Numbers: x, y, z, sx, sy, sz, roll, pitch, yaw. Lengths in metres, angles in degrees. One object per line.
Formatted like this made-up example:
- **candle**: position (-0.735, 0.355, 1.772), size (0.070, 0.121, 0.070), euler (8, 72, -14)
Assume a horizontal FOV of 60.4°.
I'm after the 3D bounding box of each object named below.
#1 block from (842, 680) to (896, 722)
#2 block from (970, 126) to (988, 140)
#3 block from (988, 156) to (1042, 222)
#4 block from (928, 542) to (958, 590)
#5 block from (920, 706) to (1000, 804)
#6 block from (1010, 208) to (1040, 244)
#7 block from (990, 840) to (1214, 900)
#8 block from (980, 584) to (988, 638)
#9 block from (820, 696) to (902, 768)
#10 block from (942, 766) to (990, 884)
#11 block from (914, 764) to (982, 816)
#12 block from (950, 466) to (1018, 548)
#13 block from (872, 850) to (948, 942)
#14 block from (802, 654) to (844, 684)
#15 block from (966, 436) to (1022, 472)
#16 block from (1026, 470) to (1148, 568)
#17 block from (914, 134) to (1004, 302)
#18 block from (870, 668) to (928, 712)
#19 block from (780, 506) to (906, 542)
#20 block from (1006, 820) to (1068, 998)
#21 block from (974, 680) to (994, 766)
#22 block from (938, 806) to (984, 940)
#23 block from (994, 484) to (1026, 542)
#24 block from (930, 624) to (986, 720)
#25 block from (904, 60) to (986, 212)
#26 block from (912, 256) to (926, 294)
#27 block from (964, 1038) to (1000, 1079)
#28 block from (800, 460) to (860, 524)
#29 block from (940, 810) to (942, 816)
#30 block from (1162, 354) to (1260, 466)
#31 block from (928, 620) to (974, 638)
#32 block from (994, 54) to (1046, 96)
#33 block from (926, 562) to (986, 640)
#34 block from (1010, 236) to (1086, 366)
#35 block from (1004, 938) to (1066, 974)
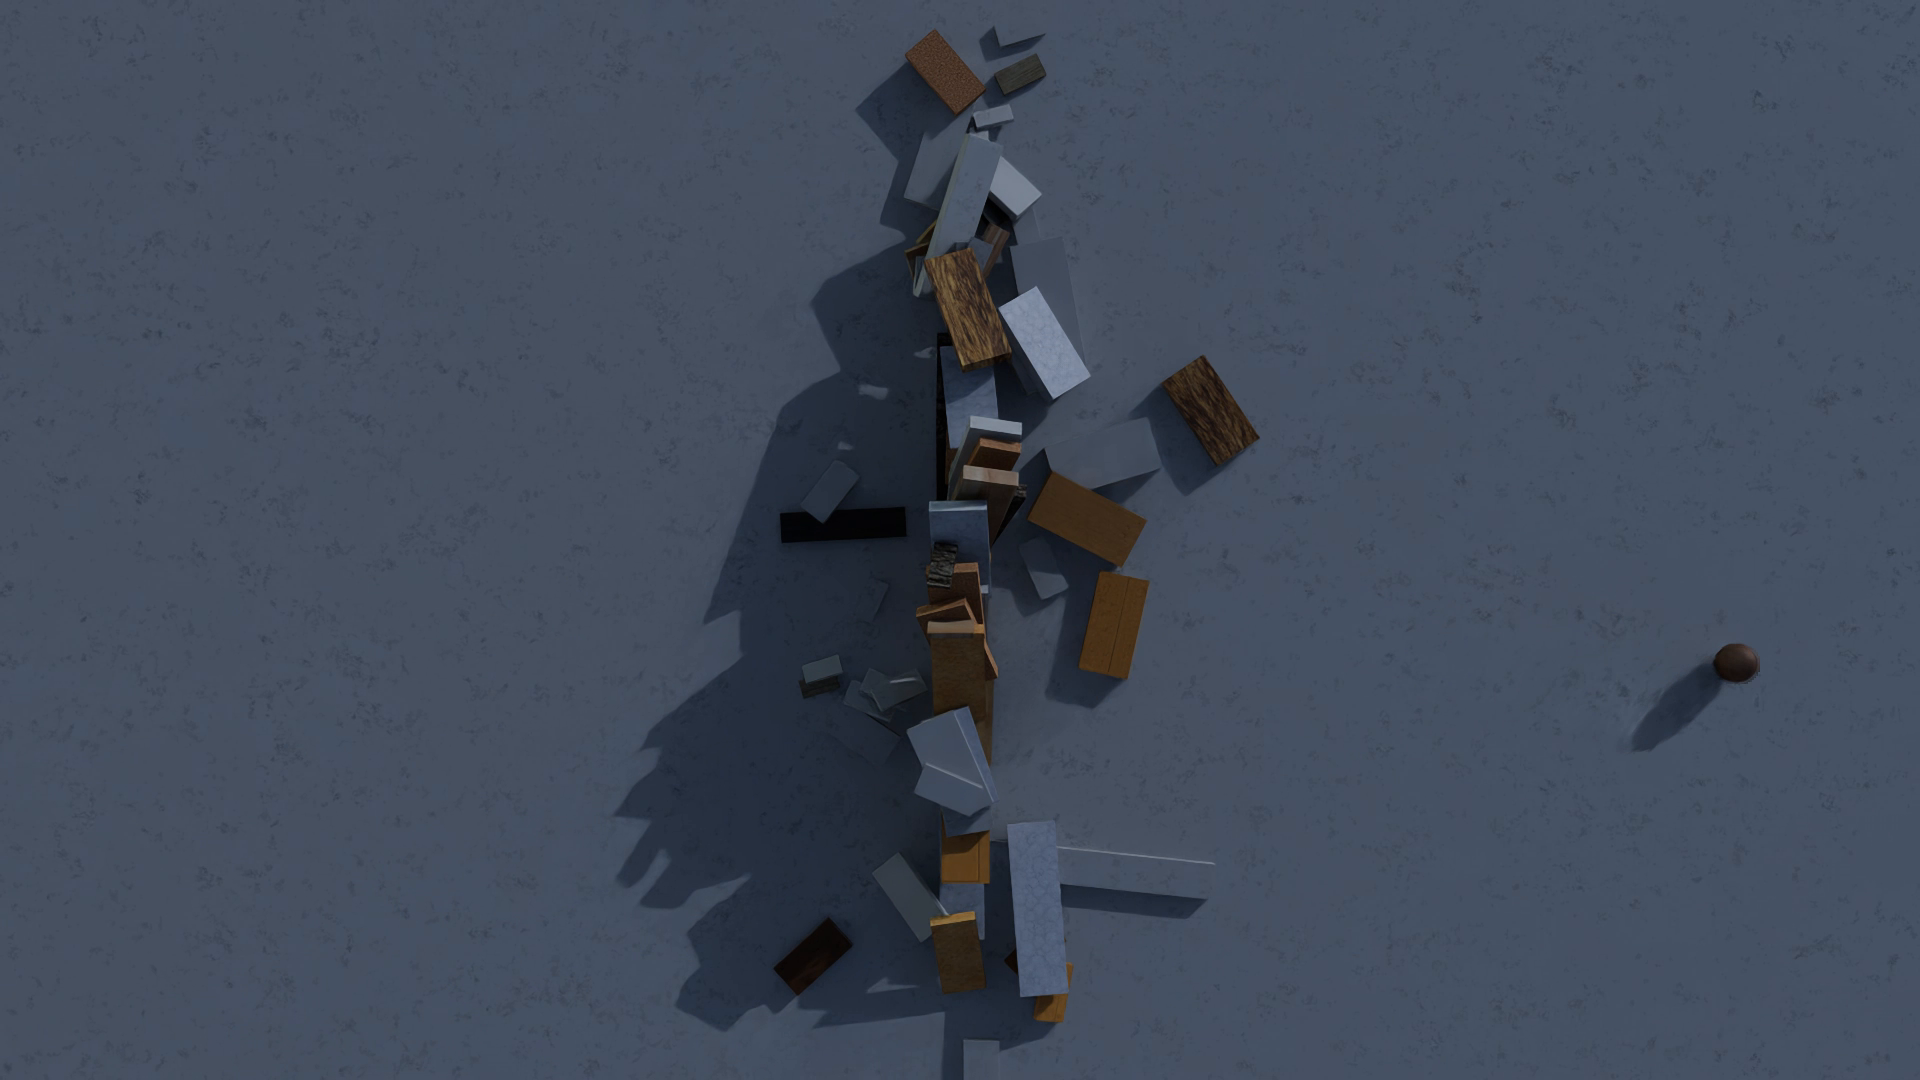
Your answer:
- **block**: position (-0.295, 0.533, 5.468), size (0.171, 0.024, 0.086), euler (22, 61, -1)
- **block**: position (0.063, -1.319, 5.455), size (0.063, 0.018, 0.125), euler (-3, 54, 2)
- **block**: position (0.132, -1.184, 5.447), size (0.260, 0.037, 0.130), euler (44, 65, 4)
- **block**: position (-0.054, 0.079, 5.089), size (0.072, 0.020, 0.143), euler (7, 66, 9)
- **block**: position (0.001, 0.703, 5.247), size (0.159, 0.045, 0.318), euler (-18, 90, 2)
- **block**: position (0.213, -1.057, 5.489), size (0.078, 0.022, 0.157), euler (-14, 90, 0)
- **block**: position (0.464, 1.095, 5.483), size (0.753, 0.033, 0.118), euler (6, 90, 0)
- **block**: position (0.007, 0.280, 5.309), size (0.161, 0.046, 0.322), euler (1, 128, 1)
- **block**: position (-0.331, 0.637, 5.483), size (0.245, 0.035, 0.122), euler (34, 90, 0)
- **block**: position (0.018, 0.843, 5.360), size (0.154, 0.044, 0.534), euler (0, 80, 1)
- **block**: position (-0.037, 0.784, 5.169), size (0.194, 0.028, 0.097), euler (23, 92, 1)
- **block**: position (0.047, -0.080, 5.243), size (0.172, 0.490, 0.049), euler (7, 60, -9)
- **block**: position (-0.160, 1.174, 5.439), size (0.122, 0.035, 0.278), euler (-40, 78, 15)
- **block**: position (-0.457, 0.430, 5.478), size (0.127, 0.018, 0.063), euler (-17, 66, -1)
- **block**: position (0.091, -0.229, 5.171), size (0.131, 0.261, 0.037), euler (9, 58, -12)
- **block**: position (0.417, -0.070, 5.441), size (0.355, 0.050, 0.178), euler (27, 98, -7)
- **block**: position (-0.005, -1.041, 5.382), size (0.131, 0.037, 0.545), euler (10, 105, -33)
- **block**: position (-0.201, 0.495, 5.449), size (0.171, 0.024, 0.086), euler (-22, 72, -19)
- **block**: position (-0.388, -0.050, 5.486), size (0.415, 0.028, 0.099), euler (-3, 90, 0)
- **block**: position (0.254, 1.211, 5.431), size (0.159, 0.045, 0.560), euler (-4, 86, -1)
- **block**: position (0.029, 0.575, 5.361), size (0.154, 0.044, 0.309), euler (2, 81, 1)
- **block**: position (0.006, 1.078, 5.445), size (0.147, 0.042, 0.475), euler (-1, 90, 1)
- **block**: position (0.075, -0.090, 5.323), size (0.172, 0.344, 0.049), euler (11, 59, -15)
- **block**: position (-0.005, 0.424, 5.227), size (0.166, 0.047, 0.348), euler (-1, 123, 1)
- **block**: position (-0.050, -1.348, 5.482), size (0.130, 0.037, 0.491), euler (18, 90, 0)
- **block**: position (-0.118, -0.871, 5.430), size (0.063, 0.018, 0.125), euler (-2, 112, -20)
- **block**: position (0.070, 1.779, 5.483), size (0.118, 0.033, 0.236), euler (0, 90, 0)
- **block**: position (-0.430, -0.160, 5.468), size (0.099, 0.028, 0.198), euler (37, 83, 6)
- **block**: position (0.008, 0.871, 5.398), size (0.147, 0.042, 0.293), euler (-6, 80, 0)
- **block**: position (0.830, -0.430, 5.476), size (0.166, 0.047, 0.333), euler (-34, 90, 0)
- **block**: position (-0.028, 0.276, 5.117), size (0.143, 0.072, 0.020), euler (0, 123, 2)
- **block**: position (0.200, -1.549, 5.489), size (0.157, 0.022, 0.078), euler (-26, 90, 0)
- **block**: position (-0.011, 0.215, 5.202), size (0.161, 0.046, 0.322), euler (-3, 127, 4)
- **block**: position (0.291, -0.763, 5.464), size (0.178, 0.050, 0.450), euler (-10, 93, 0)
- **block**: position (0.250, 1.366, 5.486), size (0.097, 0.028, 0.194), euler (44, 90, 0)
